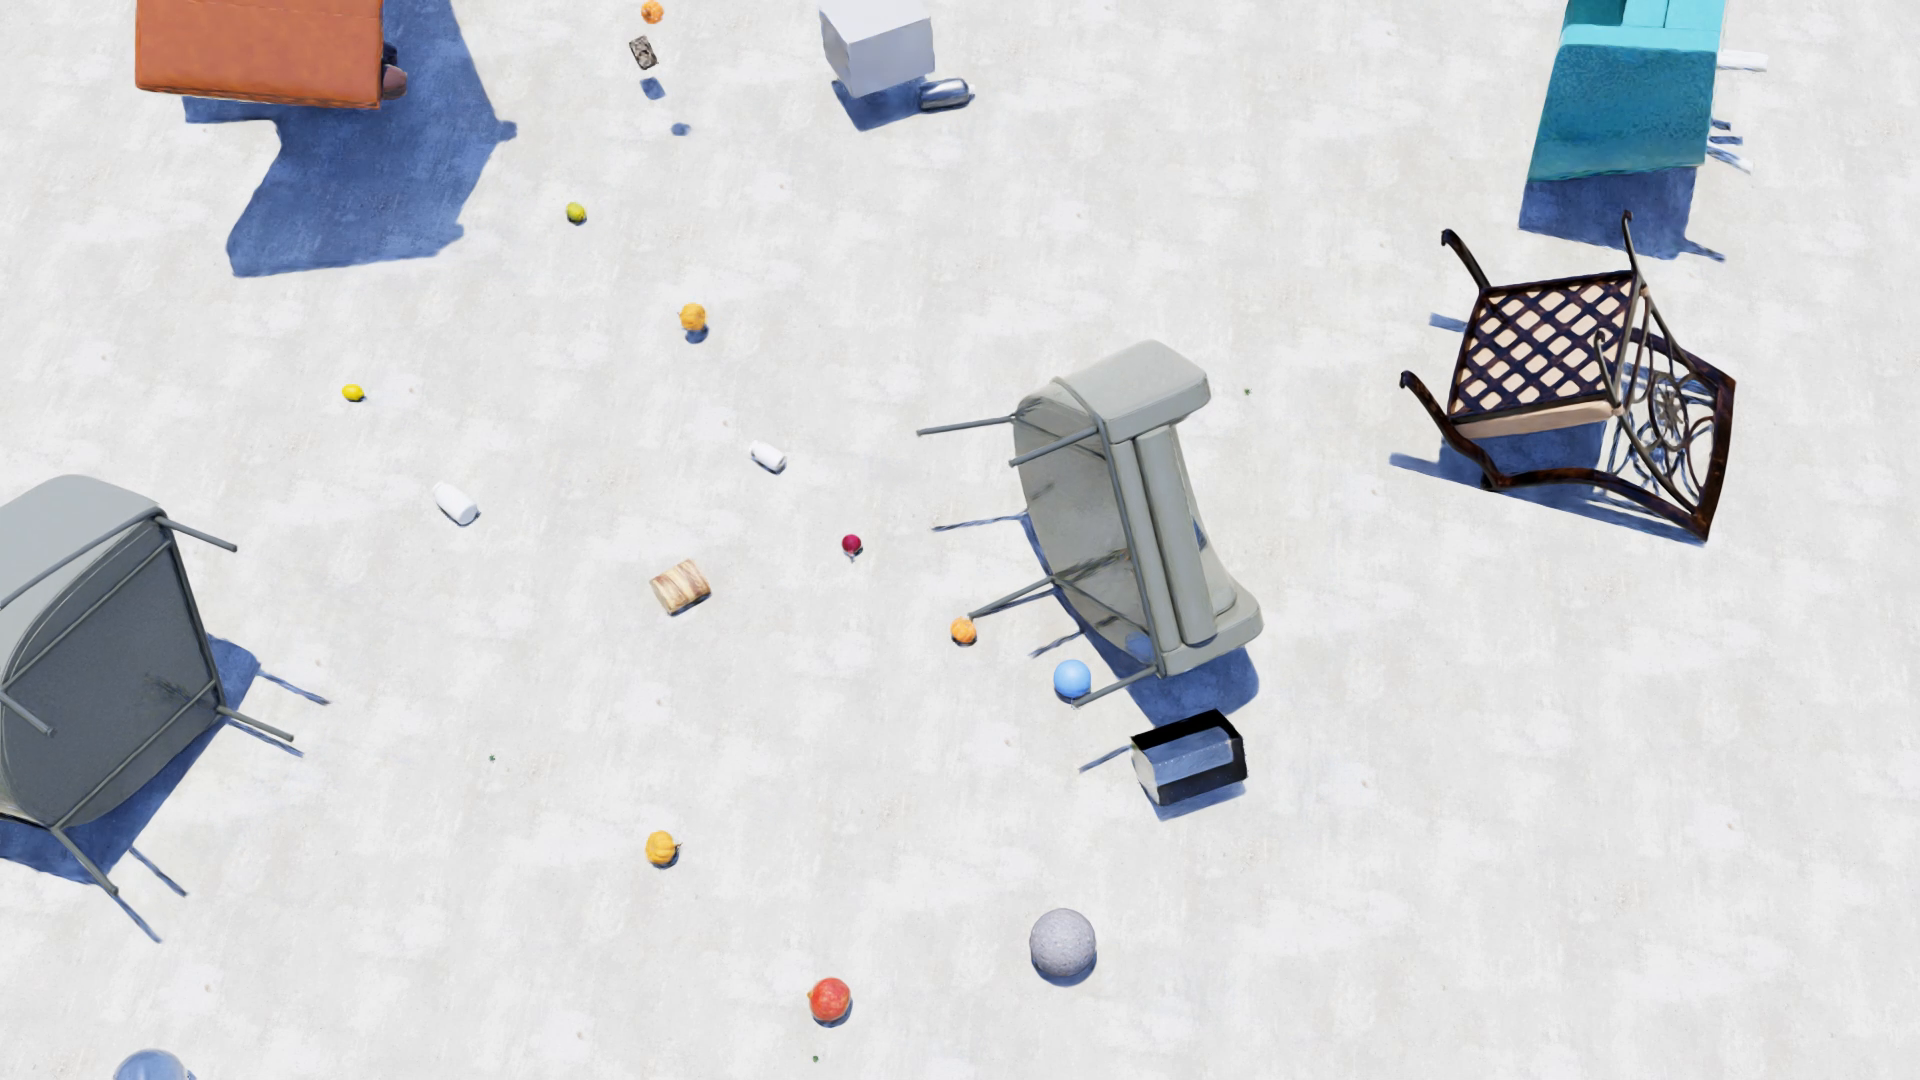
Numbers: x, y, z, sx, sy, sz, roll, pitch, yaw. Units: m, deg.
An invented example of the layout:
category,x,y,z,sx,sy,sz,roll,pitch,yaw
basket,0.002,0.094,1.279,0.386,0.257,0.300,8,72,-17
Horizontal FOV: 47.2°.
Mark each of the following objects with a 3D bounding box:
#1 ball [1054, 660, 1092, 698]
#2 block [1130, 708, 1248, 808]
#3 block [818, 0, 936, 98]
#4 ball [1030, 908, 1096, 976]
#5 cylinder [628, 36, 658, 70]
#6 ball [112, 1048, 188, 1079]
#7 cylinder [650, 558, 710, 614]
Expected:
category,x,y,z,sx,sy,sz,roll,pitch,yaw
ball,0.319,0.393,6.245,0.109,0.109,0.109,0,56,0
block,0.630,0.597,6.048,0.262,0.136,0.174,-17,26,-11
block,-0.279,-1.691,7.401,0.303,0.223,0.255,-21,51,-13
ball,0.269,1.053,5.761,0.176,0.176,0.176,0,56,0
cylinder,-1.078,-1.659,7.491,0.061,0.062,0.116,-26,77,-7
ball,-2.042,1.374,5.540,0.186,0.186,0.186,0,56,0
cylinder,-0.820,0.133,6.435,0.137,0.081,0.120,-30,69,-18
